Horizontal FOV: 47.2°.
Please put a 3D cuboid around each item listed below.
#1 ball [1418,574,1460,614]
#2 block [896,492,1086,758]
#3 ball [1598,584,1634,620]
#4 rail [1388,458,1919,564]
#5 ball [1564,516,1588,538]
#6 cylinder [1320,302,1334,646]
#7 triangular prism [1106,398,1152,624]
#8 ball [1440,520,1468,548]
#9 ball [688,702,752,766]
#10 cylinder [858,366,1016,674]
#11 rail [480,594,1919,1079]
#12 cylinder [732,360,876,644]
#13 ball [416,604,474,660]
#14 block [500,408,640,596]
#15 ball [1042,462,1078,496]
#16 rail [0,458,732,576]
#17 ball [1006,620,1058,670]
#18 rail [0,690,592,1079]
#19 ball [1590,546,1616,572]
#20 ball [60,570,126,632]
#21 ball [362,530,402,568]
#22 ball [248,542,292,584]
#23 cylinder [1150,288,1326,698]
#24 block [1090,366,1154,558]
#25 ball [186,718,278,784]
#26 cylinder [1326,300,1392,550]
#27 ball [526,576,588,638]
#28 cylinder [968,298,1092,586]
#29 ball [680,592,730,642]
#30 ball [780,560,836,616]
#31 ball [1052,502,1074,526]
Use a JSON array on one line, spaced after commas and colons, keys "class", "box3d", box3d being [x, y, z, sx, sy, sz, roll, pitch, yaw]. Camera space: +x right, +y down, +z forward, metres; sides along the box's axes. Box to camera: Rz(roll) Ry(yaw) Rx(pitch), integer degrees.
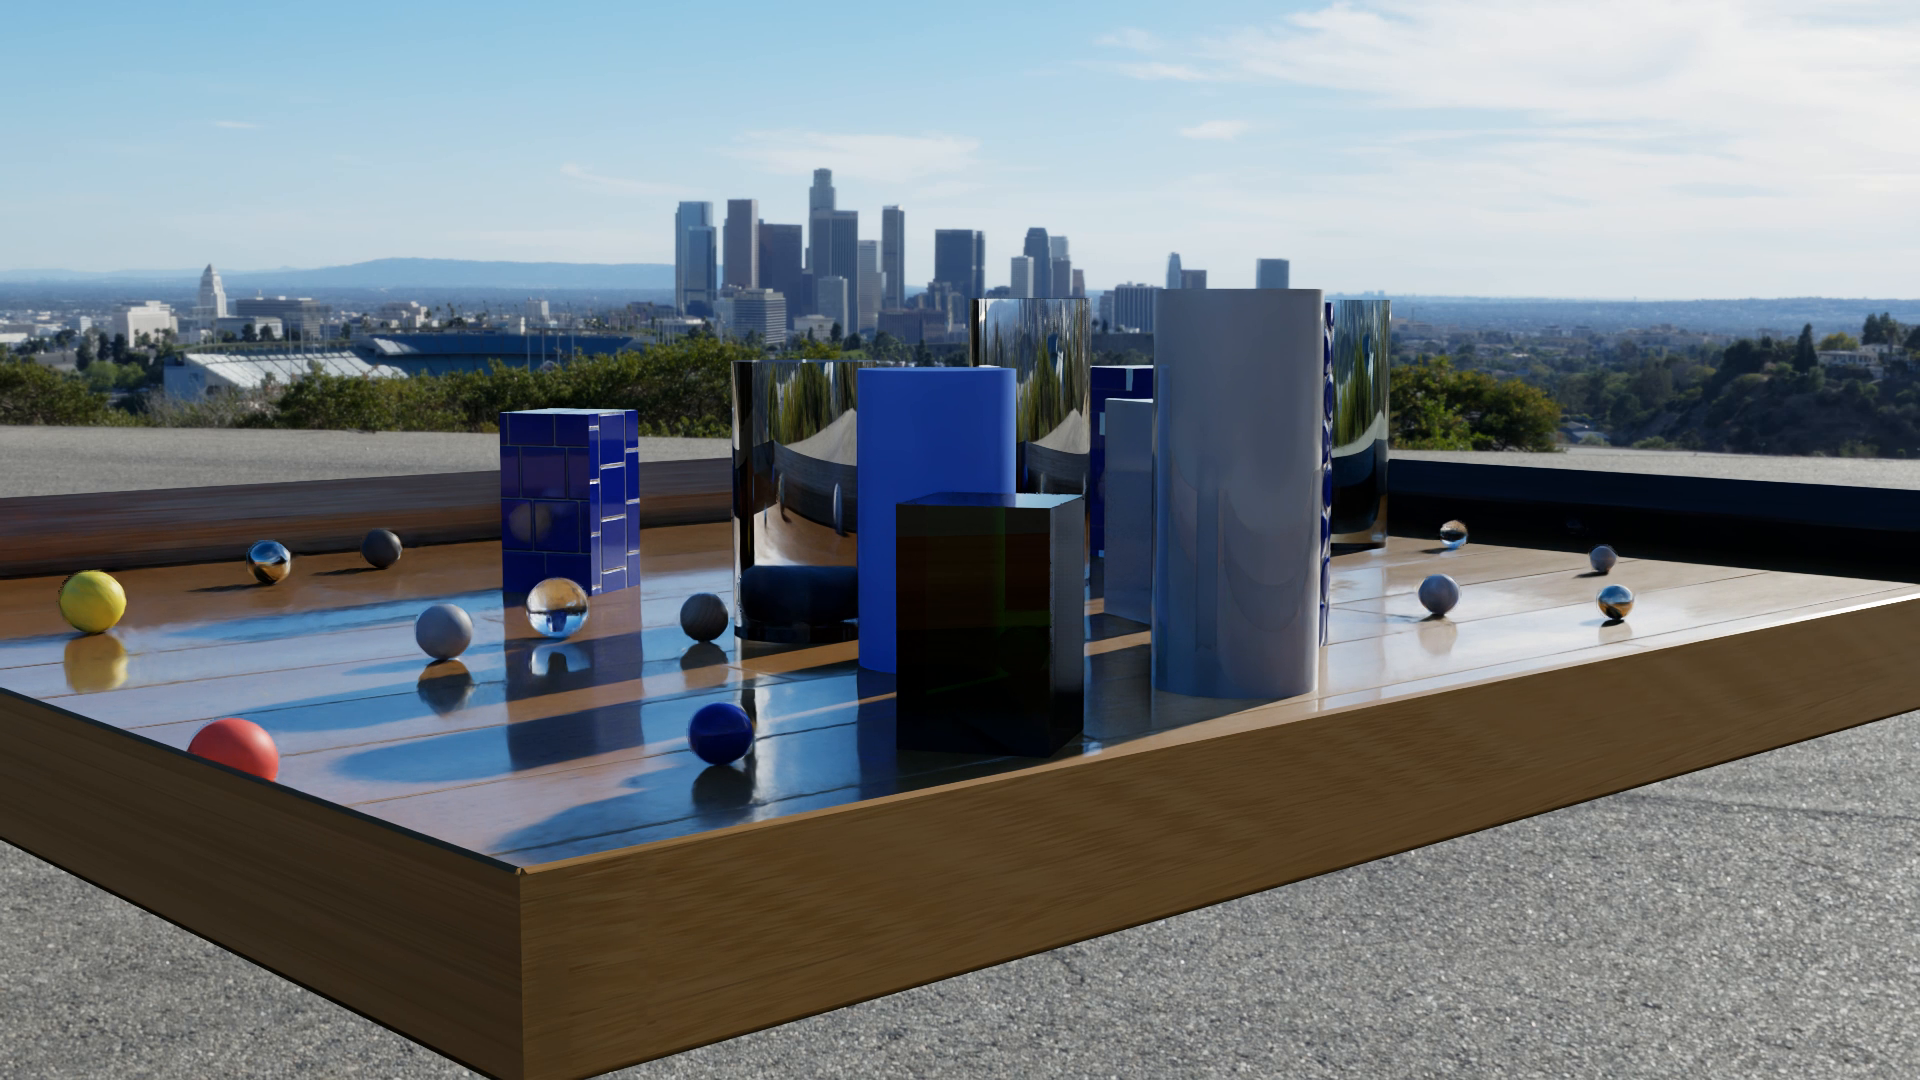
[{"class": "ball", "box3d": [0.707, 0.079, 3.245, 0.059, 0.059, 0.059, 0, 6, 0]}, {"class": "block", "box3d": [0.034, 0.083, 2.283, 0.160, 0.251, 0.160, 2, 6, 16]}, {"class": "ball", "box3d": [0.951, 0.090, 3.186, 0.051, 0.051, 0.051, 0, 6, 0]}, {"class": "rail", "box3d": [1.162, -0.077, 4.399, 0.045, 0.130, 2.749, -5, 8, -42]}, {"class": "ball", "box3d": [1.211, -0.025, 4.321, 0.043, 0.043, 0.043, 0, 6, 0]}, {"class": "cylinder", "box3d": [0.399, -0.090, 2.960, 0.200, 0.456, 0.200, 0, 6, 0]}, {"class": "triangular prism", "box3d": [0.276, -0.046, 3.207, 0.150, 0.316, 0.173, 4, 7, 36]}, {"class": "ball", "box3d": [0.930, -0.011, 4.146, 0.052, 0.052, 0.052, 0, 6, 0]}, {"class": "ball", "box3d": [-0.235, 0.190, 2.164, 0.062, 0.062, 0.062, 0, 6, 0]}, {"class": "cylinder", "box3d": [-0.029, -0.029, 2.777, 0.200, 0.372, 0.200, 0, 6, 0]}, {"class": "rail", "box3d": [0.916, 0.137, 2.344, 3.211, 0.130, 0.045, -5, 8, -42]}, {"class": "cylinder", "box3d": [-0.214, -0.058, 3.036, 0.200, 0.376, 0.200, 0, 6, 0]}, {"class": "ball", "box3d": [-0.661, 0.117, 2.819, 0.072, 0.072, 0.072, 0, 6, 0]}, {"class": "block", "box3d": [-0.625, -0.064, 3.532, 0.160, 0.285, 0.160, 2, 6, 20]}, {"class": "ball", "box3d": [0.241, -0.147, 5.304, 0.083, 0.083, 0.083, 0, 6, 0]}, {"class": "rail", "box3d": [-0.916, -0.069, 4.319, 3.211, 0.130, 0.045, -5, 8, -42]}, {"class": "ball", "box3d": [0.089, 0.130, 2.737, 0.063, 0.063, 0.063, 0, 6, 0]}, {"class": "rail", "box3d": [-1.162, 0.145, 2.265, 0.045, 0.130, 2.749, -5, 8, -42]}, {"class": "ball", "box3d": [1.102, 0.033, 3.767, 0.044, 0.044, 0.044, 0, 6, 0]}, {"class": "ball", "box3d": [-1.204, 0.086, 3.051, 0.086, 0.086, 0.086, 0, 6, 0]}, {"class": "ball", "box3d": [-1.006, 0.015, 3.827, 0.067, 0.067, 0.067, 0, 6, 0]}, {"class": "ball", "box3d": [-1.131, 0.037, 3.604, 0.070, 0.070, 0.070, 0, 6, 0]}, {"class": "cylinder", "box3d": [0.328, -0.061, 2.608, 0.200, 0.470, 0.200, 0, 6, 0]}, {"class": "block", "box3d": [0.332, -0.144, 4.011, 0.160, 0.344, 0.160, -3, 7, -30]}, {"class": "ball", "box3d": [-0.655, 0.200, 1.979, 0.080, 0.080, 0.080, 0, 6, 0]}, {"class": "cylinder", "box3d": [0.715, -0.222, 4.179, 0.200, 0.466, 0.200, 0, 6, 0]}, {"class": "ball", "box3d": [-0.549, 0.092, 3.000, 0.084, 0.084, 0.084, 0, 6, 0]}, {"class": "cylinder", "box3d": [0.114, -0.160, 3.587, 0.200, 0.465, 0.200, 0, 6, 0]}, {"class": "ball", "box3d": [-0.345, 0.104, 2.969, 0.067, 0.067, 0.067, 0, 6, 0]}, {"class": "ball", "box3d": [-0.223, 0.071, 3.215, 0.082, 0.082, 0.082, 0, 6, 0]}, {"class": "ball", "box3d": [0.214, -0.055, 4.588, 0.049, 0.049, 0.049, 0, 6, 0]}]
